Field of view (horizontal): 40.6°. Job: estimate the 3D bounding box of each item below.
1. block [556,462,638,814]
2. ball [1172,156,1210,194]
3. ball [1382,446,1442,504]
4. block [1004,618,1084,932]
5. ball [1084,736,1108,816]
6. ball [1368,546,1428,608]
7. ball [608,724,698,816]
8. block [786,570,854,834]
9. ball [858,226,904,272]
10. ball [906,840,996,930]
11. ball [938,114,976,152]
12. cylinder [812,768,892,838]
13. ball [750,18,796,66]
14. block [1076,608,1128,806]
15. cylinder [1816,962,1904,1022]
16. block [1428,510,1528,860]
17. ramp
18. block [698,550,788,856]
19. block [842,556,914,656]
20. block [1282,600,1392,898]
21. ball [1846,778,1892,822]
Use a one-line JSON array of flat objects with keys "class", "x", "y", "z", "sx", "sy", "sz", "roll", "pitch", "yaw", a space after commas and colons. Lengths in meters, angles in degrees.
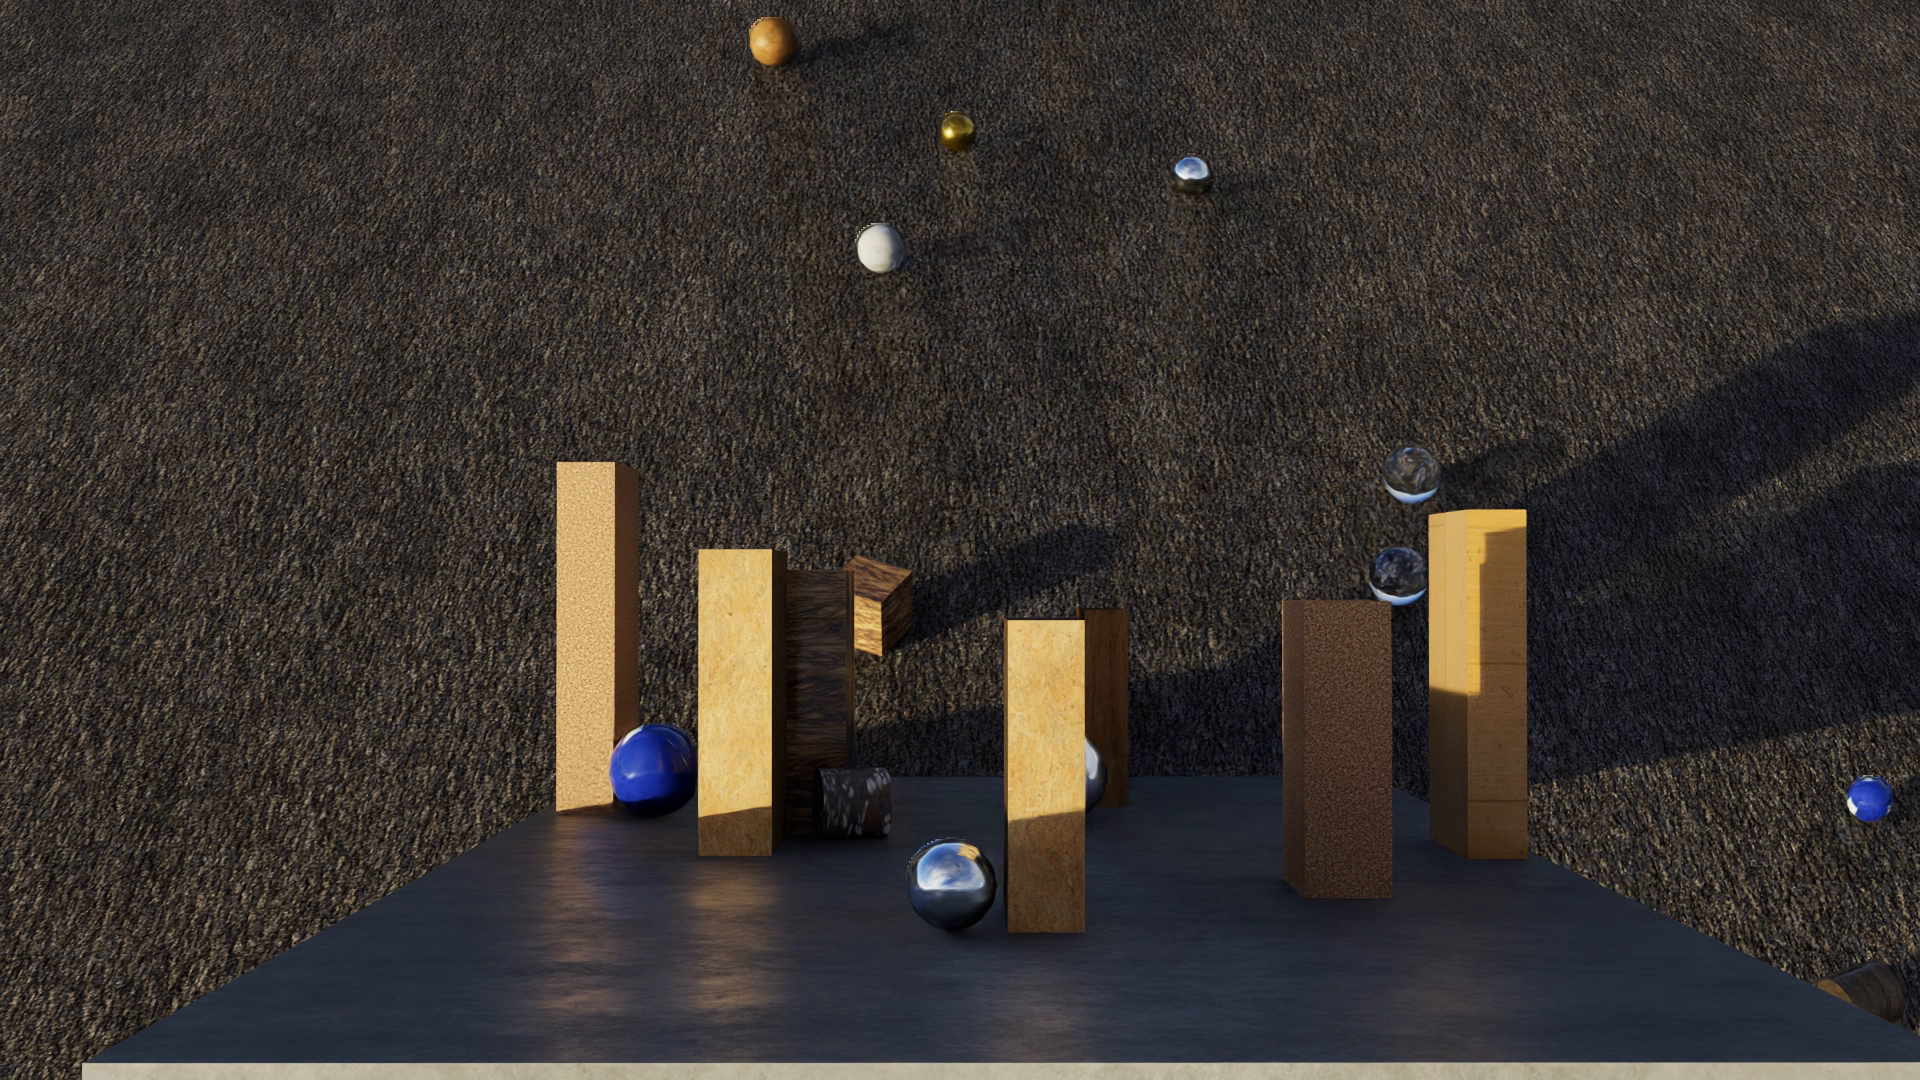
[{"class": "block", "x": -0.816, "y": 0.218, "z": 5.863, "sx": 0.126, "sy": 0.768, "sz": 0.423, "roll": 0, "pitch": -1, "yaw": 0}, {"class": "ball", "x": 0.883, "y": -1.393, "z": 9.905, "sx": 0.147, "sy": 0.147, "sz": 0.147, "roll": 0, "pitch": 33, "yaw": 0}, {"class": "ball", "x": 1.396, "y": -0.201, "z": 8.006, "sx": 0.178, "sy": 0.178, "sz": 0.178, "roll": 0, "pitch": 33, "yaw": 0}, {"class": "block", "x": 0.125, "y": 0.345, "z": 3.911, "sx": 0.111, "sy": 0.452, "sz": 0.314, "roll": 0, "pitch": -1, "yaw": 0}, {"class": "ball", "x": 0.213, "y": 0.498, "z": 5.466, "sx": 0.195, "sy": 0.195, "sz": 0.195, "roll": 0, "pitch": 33, "yaw": 0}, {"class": "ball", "x": 1.274, "y": 0.106, "z": 7.526, "sx": 0.177, "sy": 0.177, "sz": 0.177, "roll": 0, "pitch": 33, "yaw": 0}, {"class": "ball", "x": -0.660, "y": 0.498, "z": 5.610, "sx": 0.199, "sy": 0.199, "sz": 0.199, "roll": 0, "pitch": 33, "yaw": 0}, {"class": "block", "x": -0.290, "y": 0.329, "z": 5.435, "sx": 0.121, "sy": 0.531, "sz": 0.419, "roll": 0, "pitch": -1, "yaw": 0}, {"class": "ball", "x": -0.284, "y": -1.049, "z": 9.343, "sx": 0.172, "sy": 0.172, "sz": 0.172, "roll": 0, "pitch": 33, "yaw": 0}, {"class": "ball", "x": -0.012, "y": 0.503, "z": 3.776, "sx": 0.131, "sy": 0.131, "sz": 0.131, "roll": 0, "pitch": 33, "yaw": 0}, {"class": "ball", "x": -0.011, "y": -1.610, "z": 10.246, "sx": 0.146, "sy": 0.146, "sz": 0.146, "roll": 0, "pitch": 33, "yaw": 0}, {"class": "cylinder", "x": -0.216, "y": 0.522, "z": 5.156, "sx": 0.137, "sy": 0.137, "sz": 0.137, "roll": 0, "pitch": 32, "yaw": -14}, {"class": "ball", "x": -0.792, "y": -2.106, "z": 10.974, "sx": 0.200, "sy": 0.200, "sz": 0.200, "roll": 0, "pitch": 33, "yaw": 0}, {"class": "block", "x": 0.330, "y": 0.382, "z": 6.046, "sx": 0.097, "sy": 0.443, "sz": 0.400, "roll": 0, "pitch": -1, "yaw": 0}, {"class": "cylinder", "x": 2.094, "y": 1.072, "z": 6.042, "sx": 0.144, "sy": 0.144, "sz": 0.144, "roll": -15, "pitch": 35, "yaw": -22}, {"class": "block", "x": 0.983, "y": 0.267, "z": 4.939, "sx": 0.109, "sy": 0.639, "sz": 0.386, "roll": 0, "pitch": -1, "yaw": 0}, {"class": "ramp", "x": 0.072, "y": 0.634, "z": 4.737, "sx": 2.000, "sy": 0.100, "sz": 4.000, "roll": 0, "pitch": -1, "yaw": 0}, {"class": "block", "x": -0.417, "y": 0.305, "z": 5.025, "sx": 0.136, "sy": 0.567, "sz": 0.441, "roll": 0, "pitch": -1, "yaw": 0}, {"class": "block", "x": -0.259, "y": 0.186, "z": 7.396, "sx": 0.182, "sy": 0.182, "sz": 0.182, "roll": 16, "pitch": 36, "yaw": 23}, {"class": "block", "x": 0.623, "y": 0.339, "z": 4.301, "sx": 0.141, "sy": 0.476, "sz": 0.280, "roll": 0, "pitch": -1, "yaw": 0}, {"class": "ball", "x": 2.350, "y": 0.672, "z": 6.699, "sx": 0.113, "sy": 0.113, "sz": 0.113, "roll": 0, "pitch": 33, "yaw": 0}]
